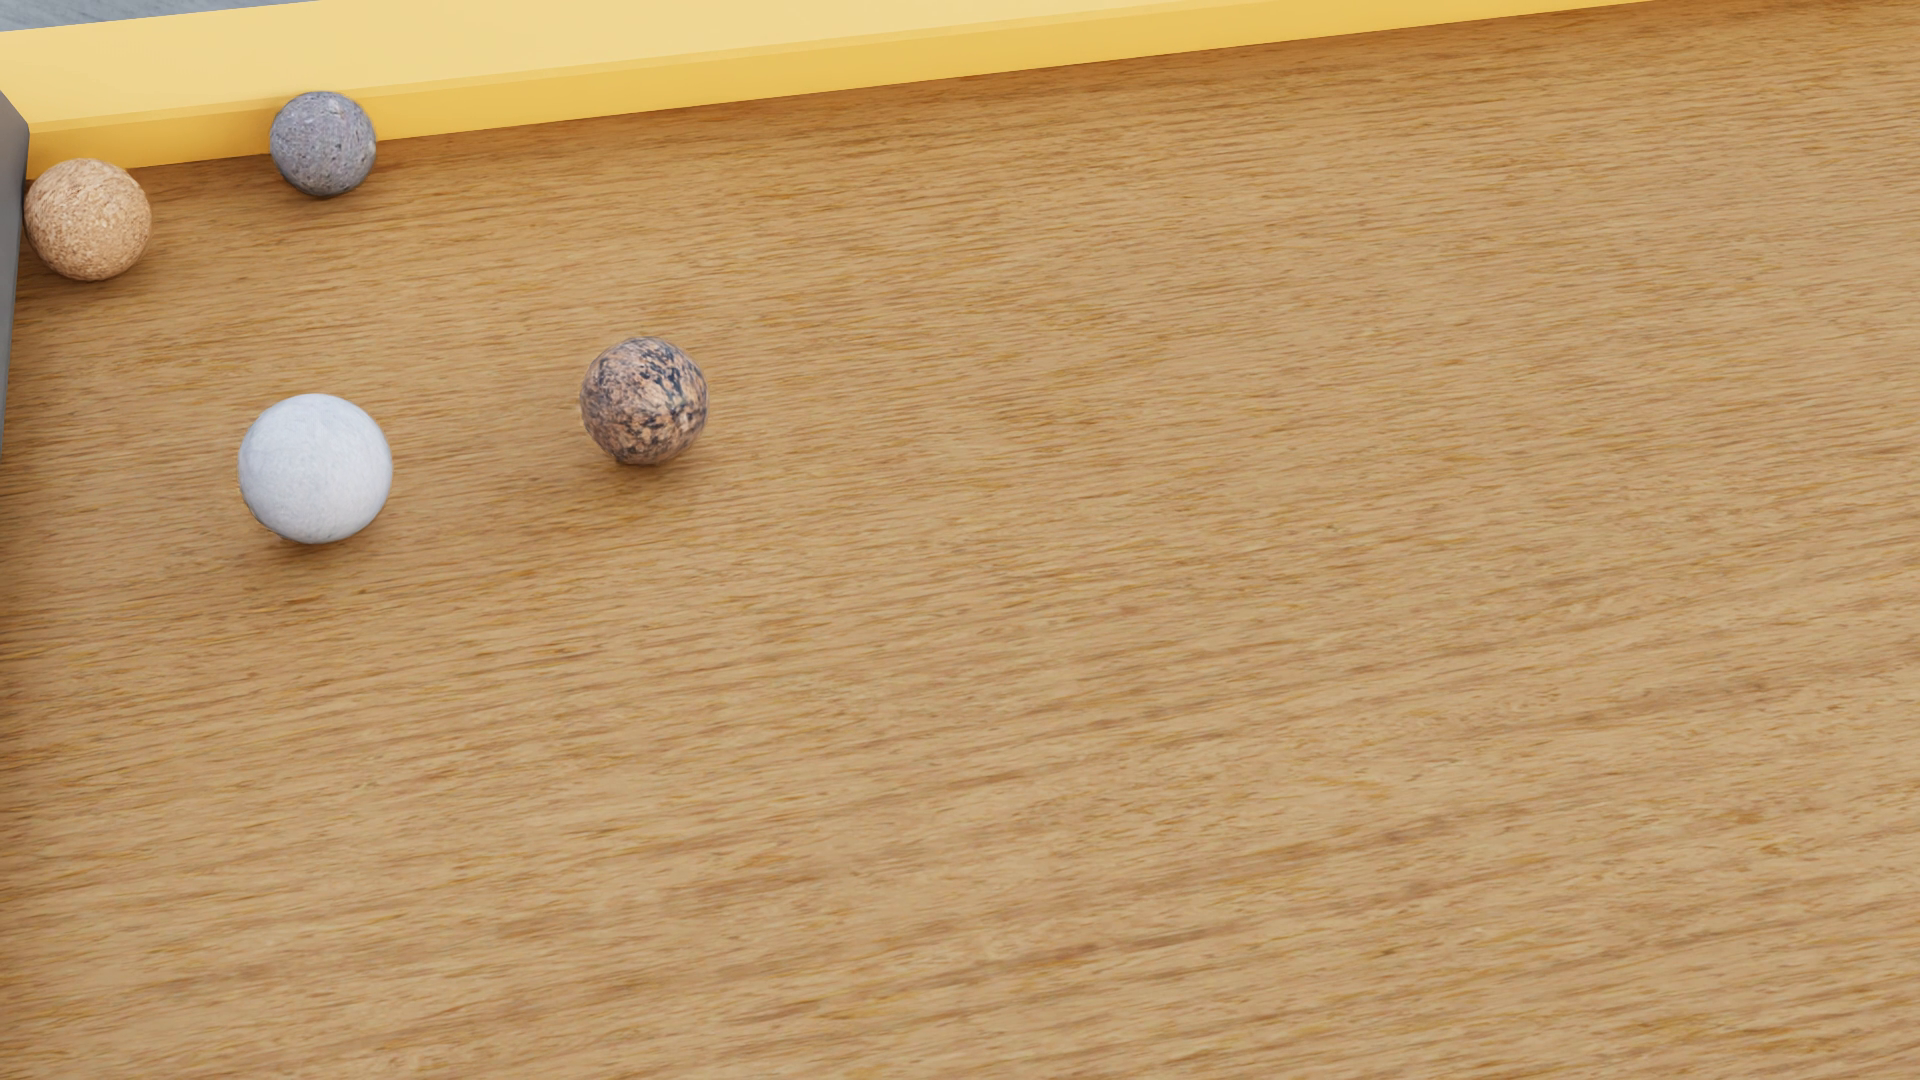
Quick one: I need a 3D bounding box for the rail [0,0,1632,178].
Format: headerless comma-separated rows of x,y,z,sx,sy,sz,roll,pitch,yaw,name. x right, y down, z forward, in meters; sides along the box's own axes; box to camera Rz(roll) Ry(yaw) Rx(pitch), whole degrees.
0.435,-0.517,2.319,2.541,0.129,0.045,-8,36,-12,rail

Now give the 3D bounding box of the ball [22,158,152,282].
-0.669,-0.246,1.968,0.094,0.094,0.094,0,35,0,ball

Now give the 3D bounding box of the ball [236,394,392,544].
-0.423,-0.046,1.682,0.099,0.099,0.099,0,35,0,ball

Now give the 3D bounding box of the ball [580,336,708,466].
-0.217,-0.095,1.760,0.088,0.088,0.088,0,35,0,ball

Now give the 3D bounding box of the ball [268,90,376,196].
-0.517,-0.322,2.083,0.084,0.084,0.084,0,35,0,ball

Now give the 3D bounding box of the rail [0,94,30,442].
-0.592,0.068,1.492,0.045,0.129,1.501,-8,36,-12,rail
